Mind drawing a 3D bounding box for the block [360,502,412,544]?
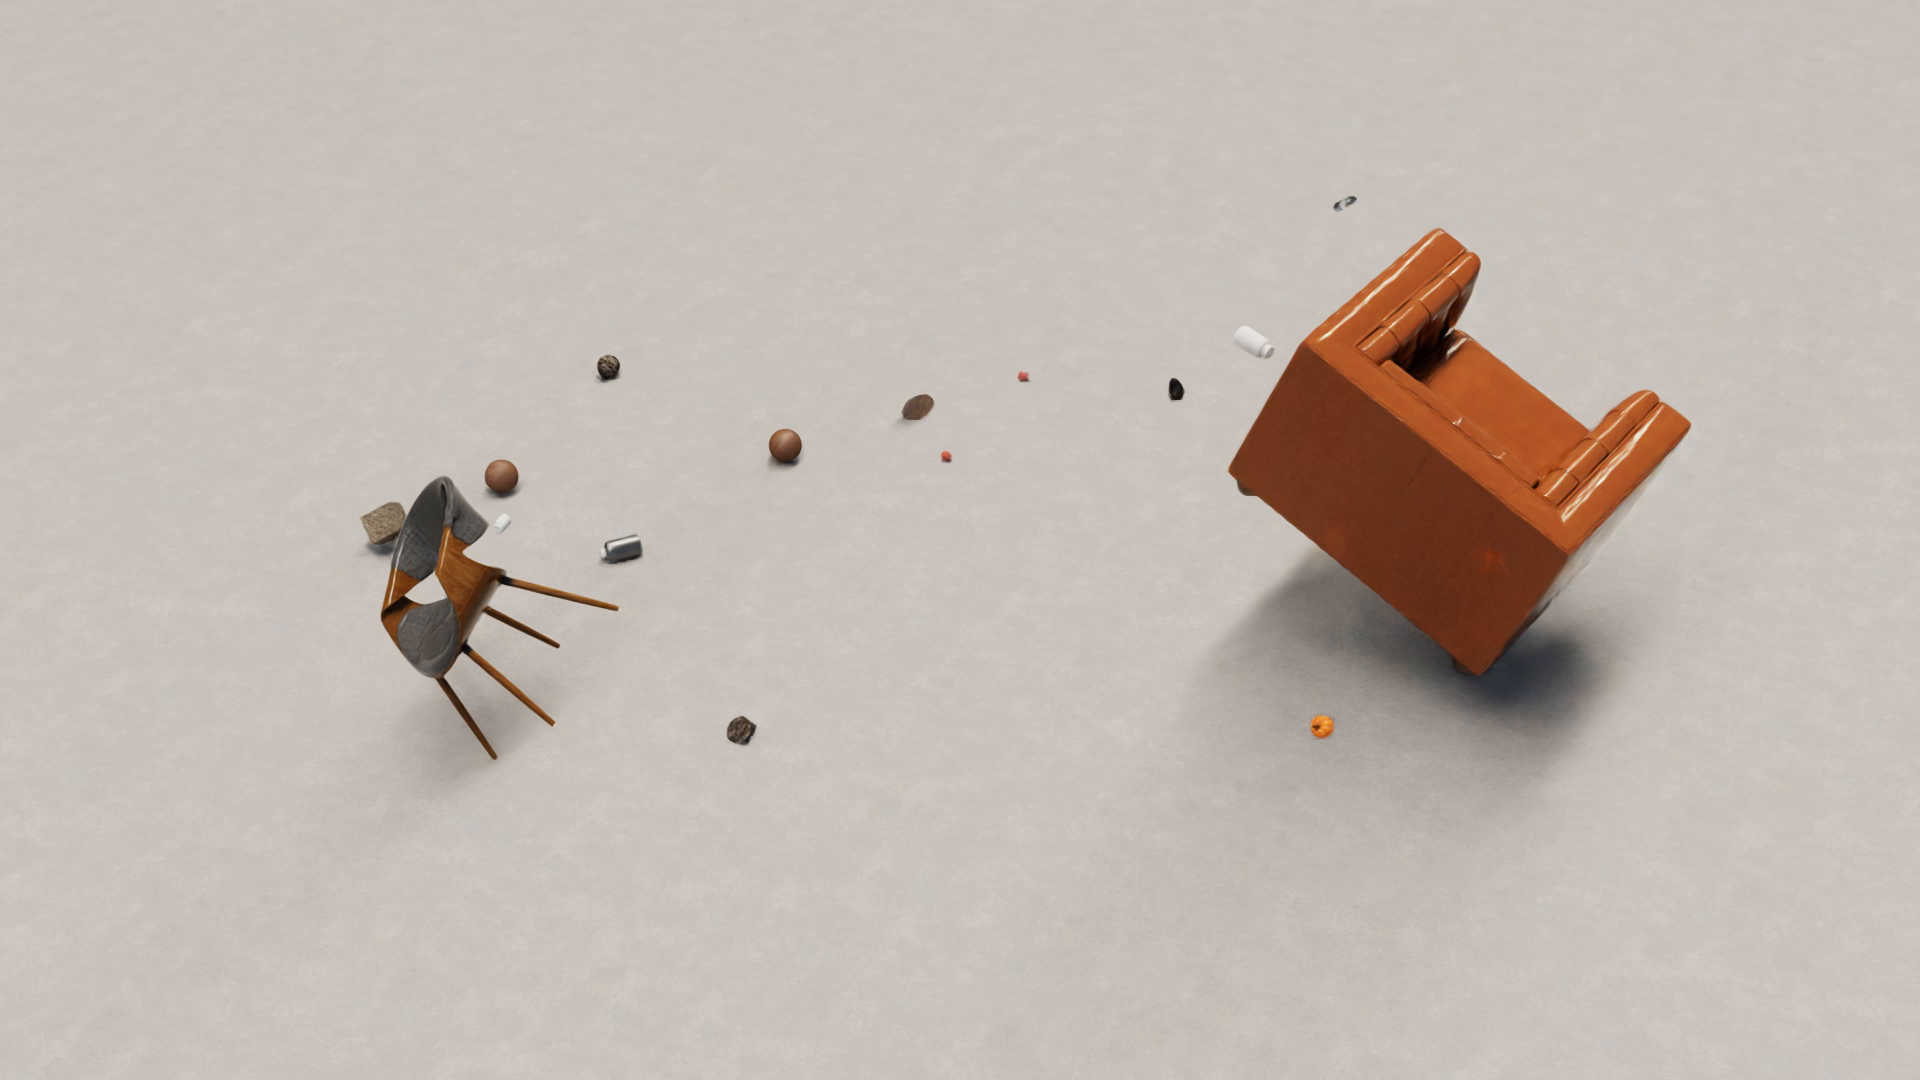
[{"bbox_3d":[-2.125,-0.062,10.863,0.132,0.109,0.099,-27,-6,11],"label":"block"}]

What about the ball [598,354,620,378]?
[{"bbox_3d":[-1.431,-0.708,11.934,0.093,0.093,0.093,0,33,0],"label":"ball"}]

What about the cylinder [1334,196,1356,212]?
[{"bbox_3d":[1.442,-1.260,10.980,0.073,0.034,0.058,-30,1,-39],"label":"cylinder"}]
